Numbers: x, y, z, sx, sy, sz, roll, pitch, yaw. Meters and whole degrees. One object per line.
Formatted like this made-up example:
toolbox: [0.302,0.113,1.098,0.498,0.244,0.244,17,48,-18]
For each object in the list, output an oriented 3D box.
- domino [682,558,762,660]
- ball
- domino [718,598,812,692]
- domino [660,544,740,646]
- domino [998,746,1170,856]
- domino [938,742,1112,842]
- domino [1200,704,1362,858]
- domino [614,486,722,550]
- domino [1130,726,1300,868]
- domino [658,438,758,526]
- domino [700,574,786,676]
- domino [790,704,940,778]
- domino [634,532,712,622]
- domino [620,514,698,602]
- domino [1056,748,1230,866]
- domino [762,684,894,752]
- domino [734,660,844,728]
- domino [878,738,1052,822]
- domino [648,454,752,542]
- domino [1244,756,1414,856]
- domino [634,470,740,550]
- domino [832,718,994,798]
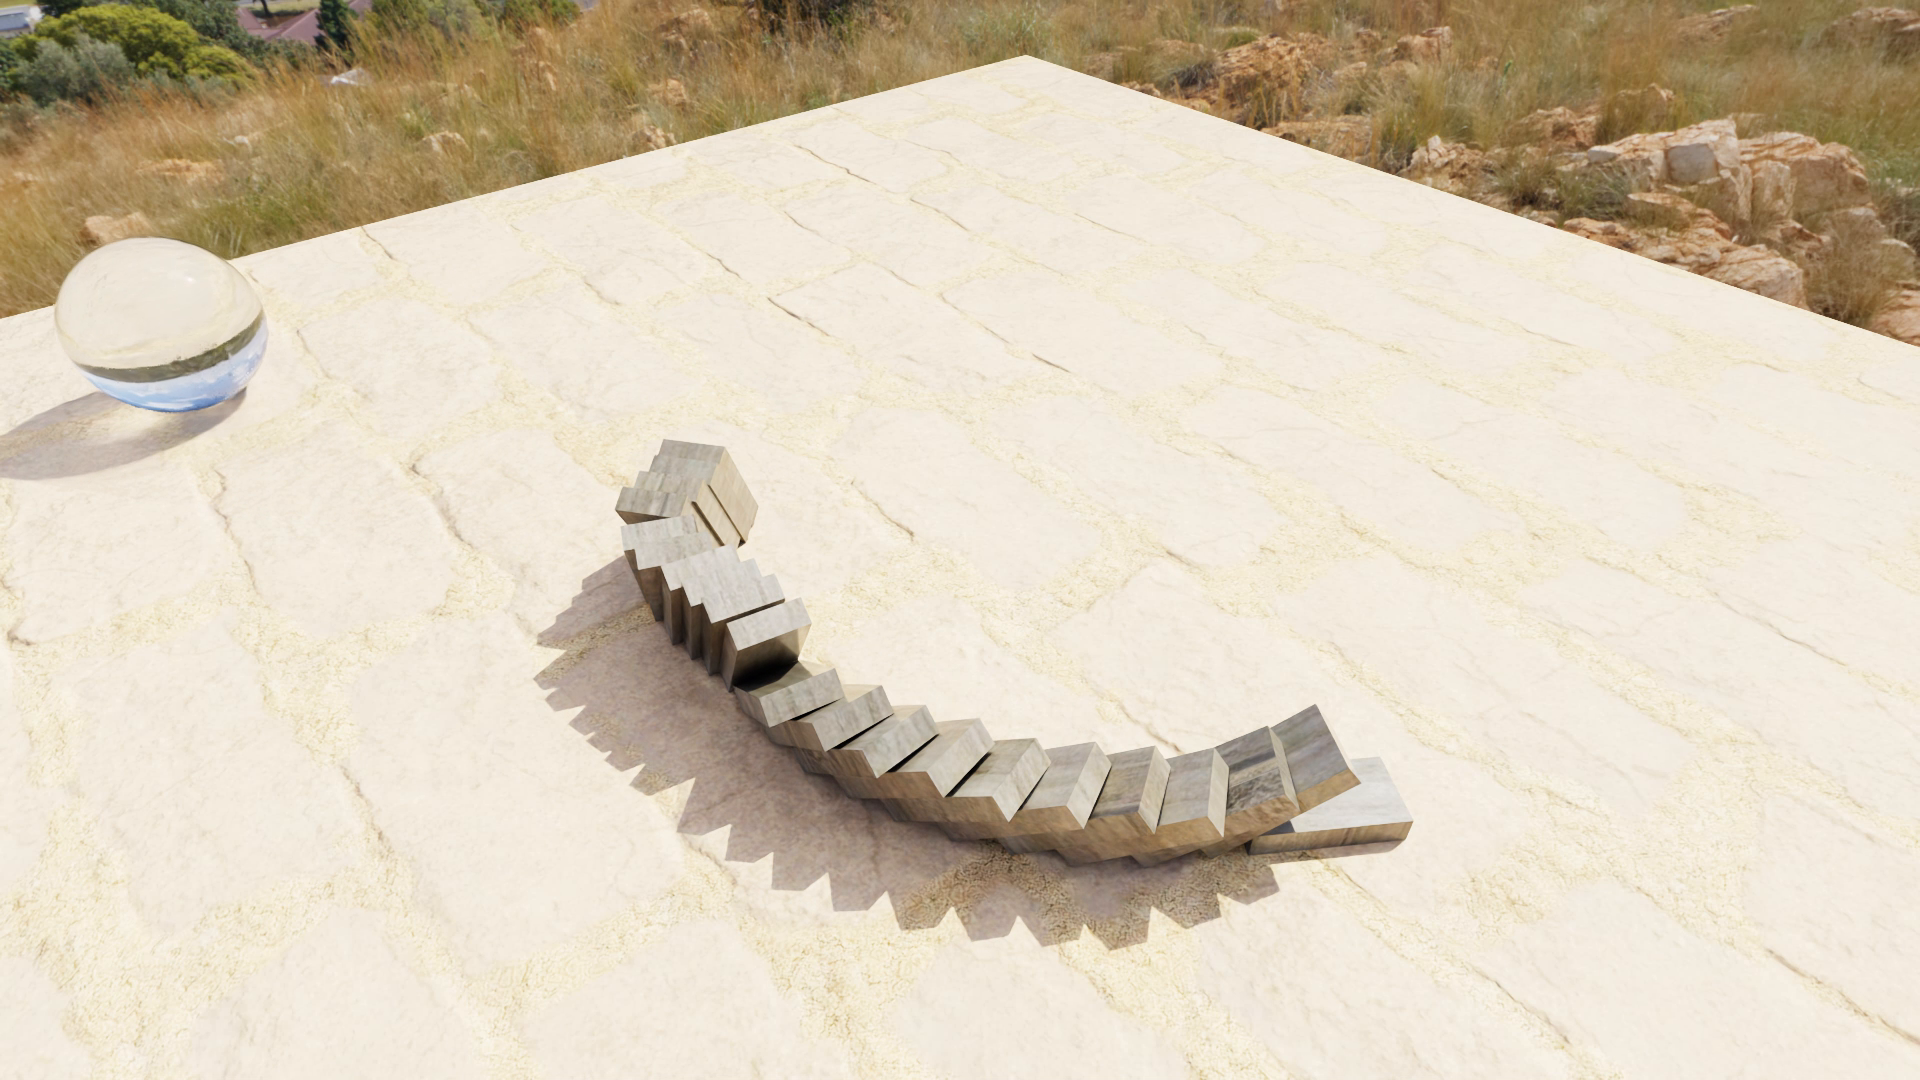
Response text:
domino: [-0.083,0.025,0.382,0.025,0.050,0.010,-19,69,-22]
ball: [-0.367,-0.099,0.509,0.080,0.080,0.080,0,39,0]
domino: [-0.066,0.036,0.369,0.025,0.050,0.009,-20,74,-22]
domino: [-0.091,0.020,0.388,0.025,0.050,0.010,-19,69,-22]
domino: [0.036,0.078,0.327,0.050,0.009,0.025,-20,27,35]
domino: [0.019,0.076,0.329,0.050,0.009,0.025,-18,25,39]
domino: [0.092,0.073,0.331,0.050,0.010,0.025,-33,36,17]
domino: [-0.108,-0.003,0.416,0.025,0.050,0.009,8,66,9]
domino: [0.073,0.077,0.328,0.050,0.009,0.025,-29,34,23]
domino: [-0.100,-0.022,0.439,0.025,0.050,0.009,8,66,9]
domino: [-0.075,0.030,0.376,0.025,0.050,0.010,-19,69,-22]
domino: [-0.031,0.062,0.344,0.025,0.010,0.050,-32,9,-33]
domino: [-0.100,0.014,0.395,0.025,0.050,0.010,-11,68,-13]
domino: [-0.107,0.008,0.403,0.025,0.050,0.009,-10,67,-11]
domino: [0.054,0.079,0.325,0.050,0.010,0.025,-22,29,31]
domino: [-0.044,0.056,0.352,0.025,0.009,0.050,-26,6,-28]
domino: [-0.057,0.049,0.359,0.025,0.010,0.050,-20,4,-20]
domino: [0.001,0.073,0.333,0.050,0.009,0.025,-14,23,45]
domino: [-0.101,-0.015,0.431,0.025,0.050,0.009,8,66,9]
domino: [0.111,0.083,0.343,0.050,0.010,0.025,-4,40,-5]
domino: [-0.104,-0.009,0.423,0.025,0.050,0.010,8,66,9]
domino: [-0.015,0.068,0.338,0.050,0.010,0.025,-17,18,50]
